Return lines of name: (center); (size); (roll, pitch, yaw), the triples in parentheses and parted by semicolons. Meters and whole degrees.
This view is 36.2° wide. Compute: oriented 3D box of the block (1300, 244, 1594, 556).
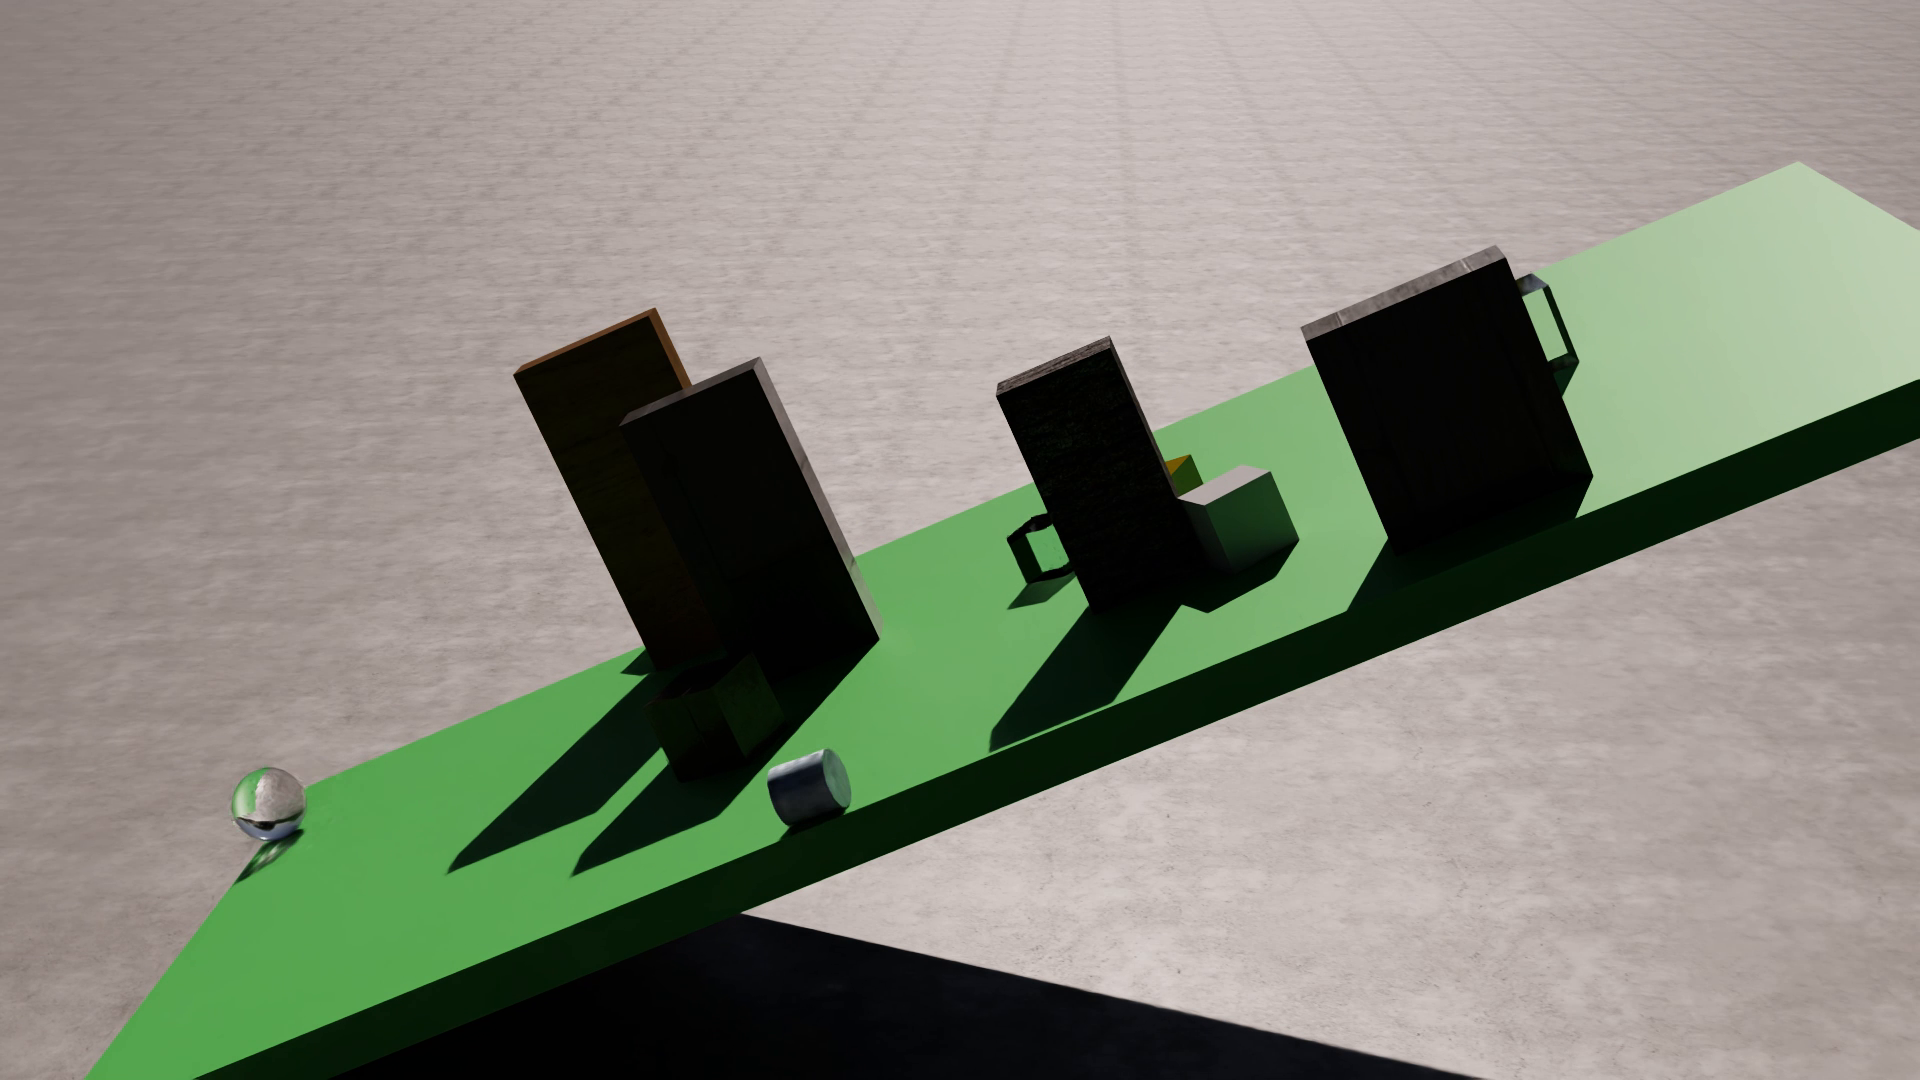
block: (0.888, -0.255, 5.380); (0.384, 0.437, 0.138); (-23, 13, 8)

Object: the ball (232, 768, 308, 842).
ball: (-1.662, 0.636, 7.081); (0.178, 0.178, 0.178); (0, 15, 0)

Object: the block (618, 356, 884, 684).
block: (-0.452, -0.031, 6.448); (0.321, 0.659, 0.134); (-23, 13, 8)

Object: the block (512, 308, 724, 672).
block: (-0.721, -0.116, 6.987); (0.353, 0.792, 0.111); (-23, 13, 8)

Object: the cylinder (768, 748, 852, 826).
cylinder: (-0.276, 0.454, 5.400); (0.114, 0.114, 0.114); (-21, 9, 18)

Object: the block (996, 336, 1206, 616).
block: (0.283, -0.129, 5.871); (0.244, 0.488, 0.125); (-23, 13, 8)

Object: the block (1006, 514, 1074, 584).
block: (0.193, 0.013, 6.326); (0.112, 0.112, 0.112); (-13, 17, 42)

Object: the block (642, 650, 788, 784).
block: (-0.500, 0.363, 6.035); (0.180, 0.180, 0.180); (-17, 15, 31)

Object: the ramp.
ramp: (0.131, 0.170, 6.285); (4.000, 0.100, 2.000); (-23, 13, 8)

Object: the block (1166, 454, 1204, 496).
block: (0.409, -0.052, 6.067); (0.165, 0.165, 0.165); (-17, 15, 30)

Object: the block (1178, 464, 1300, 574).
block: (0.548, -0.042, 5.800); (0.151, 0.151, 0.151); (-27, 13, -12)

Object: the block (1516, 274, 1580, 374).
block: (1.169, -0.433, 6.180); (0.176, 0.176, 0.176); (-24, 13, 5)
